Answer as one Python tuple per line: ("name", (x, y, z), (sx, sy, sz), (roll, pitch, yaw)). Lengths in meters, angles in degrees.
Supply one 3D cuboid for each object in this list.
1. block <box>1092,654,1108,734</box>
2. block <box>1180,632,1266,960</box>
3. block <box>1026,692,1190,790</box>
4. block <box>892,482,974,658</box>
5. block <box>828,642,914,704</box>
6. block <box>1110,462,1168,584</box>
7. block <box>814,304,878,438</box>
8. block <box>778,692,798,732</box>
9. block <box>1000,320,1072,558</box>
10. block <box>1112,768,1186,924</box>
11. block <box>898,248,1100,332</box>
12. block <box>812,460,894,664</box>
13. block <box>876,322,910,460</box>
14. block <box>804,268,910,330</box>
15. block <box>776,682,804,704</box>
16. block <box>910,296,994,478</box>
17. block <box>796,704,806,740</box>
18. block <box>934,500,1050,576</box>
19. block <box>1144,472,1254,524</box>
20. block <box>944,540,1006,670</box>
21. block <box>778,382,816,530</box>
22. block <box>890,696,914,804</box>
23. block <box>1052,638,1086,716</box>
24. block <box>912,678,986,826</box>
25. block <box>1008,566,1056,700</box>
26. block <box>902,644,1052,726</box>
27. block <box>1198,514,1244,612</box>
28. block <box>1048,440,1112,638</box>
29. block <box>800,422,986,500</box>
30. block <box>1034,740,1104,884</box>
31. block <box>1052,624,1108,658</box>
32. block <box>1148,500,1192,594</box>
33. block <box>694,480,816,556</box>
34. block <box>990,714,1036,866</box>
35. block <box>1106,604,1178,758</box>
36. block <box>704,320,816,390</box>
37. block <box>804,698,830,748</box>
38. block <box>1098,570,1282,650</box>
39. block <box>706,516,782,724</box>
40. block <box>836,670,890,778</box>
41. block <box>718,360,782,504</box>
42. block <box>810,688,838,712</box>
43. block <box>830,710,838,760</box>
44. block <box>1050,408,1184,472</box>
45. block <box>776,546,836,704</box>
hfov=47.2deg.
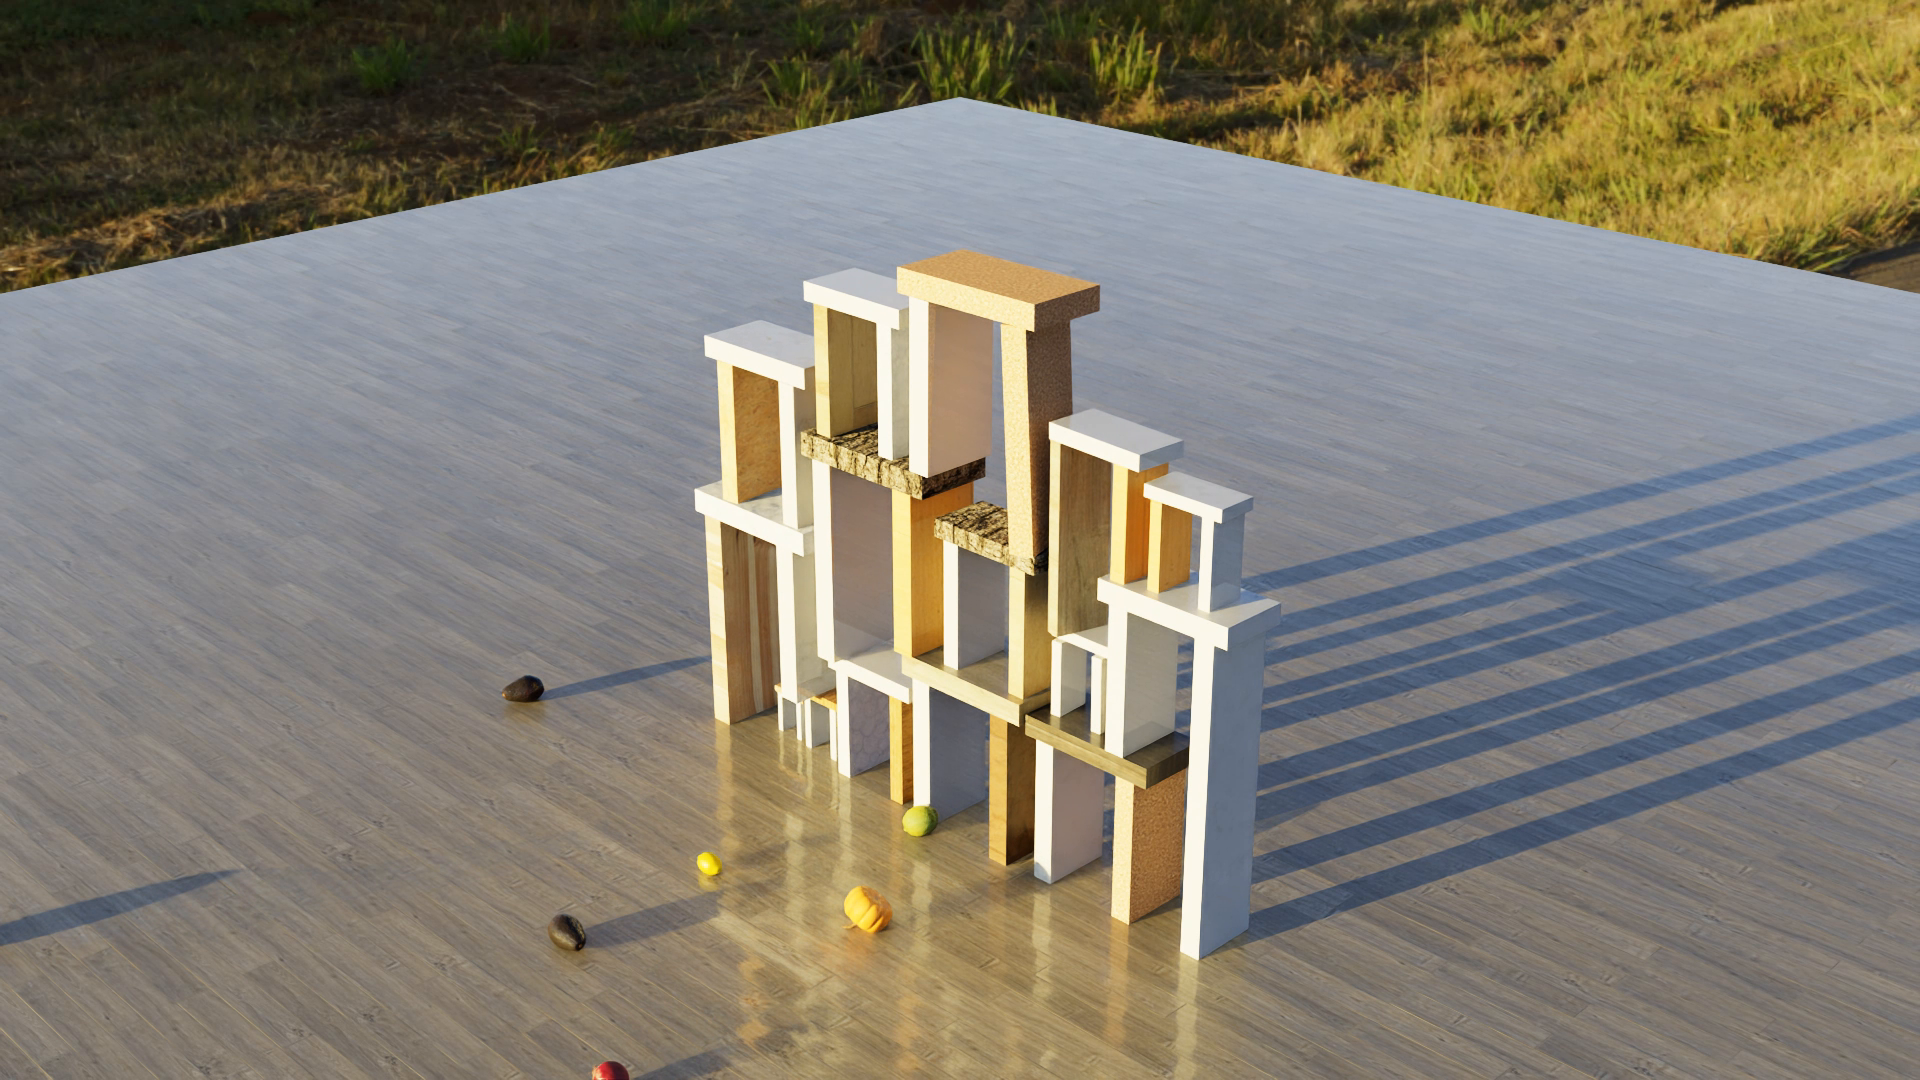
("block", (0.275, 0.274, 4.052), (0.022, 0.152, 0.076), (19, 29, 39))
("block", (0.467, 0.443, 3.909), (0.041, 0.631, 0.146), (21, 31, 41))
("block", (0.281, 0.367, 4.082), (0.297, 0.042, 0.149), (21, 31, 41))
("block", (-0.051, 0.043, 4.295), (0.171, 0.342, 0.048), (-21, 31, -41))
("block", (-0.145, 0.262, 4.489), (0.238, 0.034, 0.119), (21, 31, 40))
("block", (0.315, -0.042, 3.858), (0.031, 0.220, 0.110), (21, 31, 41))
("block", (-0.221, -0.346, 4.310), (0.038, 0.266, 0.133), (21, 31, 40))
("block", (-0.373, 0.366, 4.783), (0.013, 0.091, 0.045), (21, 31, 41))
("block", (0.144, -0.201, 3.988), (0.048, 0.434, 0.171), (10, 25, 28))
("block", (0.351, 0.550, 4.083), (0.042, 0.297, 0.148), (21, 31, 41))
("block", (0.067, -0.453, 3.962), (0.342, 0.048, 0.171), (21, 31, 41))
("block", (-0.214, 0.022, 4.460), (0.048, 0.431, 0.171), (21, 31, 40))
("block", (-0.095, -0.297, 4.195), (0.038, 0.266, 0.133), (21, 31, 40))
("block", (-0.159, -0.462, 4.193), (0.133, 0.038, 0.266), (-21, 31, -40))
("block", (-0.352, 0.326, 4.743), (0.091, 0.013, 0.045), (21, 31, 41))
("block", (-0.016, -0.304, 4.112), (0.048, 0.342, 0.171), (22, 31, 40))
("block", (-0.330, 0.382, 4.743), (0.013, 0.091, 0.045), (21, 31, 41))
("block", (0.090, -0.005, 4.132), (0.130, 0.037, 0.261), (-21, 31, -40))
("block", (0.406, -0.074, 3.749), (0.170, 0.024, 0.085), (21, 31, 41))
("block", (0.028, 0.108, 4.247), (0.130, 0.261, 0.037), (-21, 31, -41))
("block", (-0.290, -0.189, 4.454), (0.152, 0.304, 0.043), (-21, 31, -41))
("block", (-0.087, 0.409, 4.491), (0.034, 0.238, 0.119), (21, 31, 41))
("block", (0.204, 0.247, 4.115), (0.022, 0.152, 0.076), (19, 30, 38))
("block", (-0.021, 0.401, 4.410), (0.045, 0.317, 0.158), (21, 31, 41))
("block", (0.151, 0.156, 4.133), (0.130, 0.261, 0.037), (-21, 31, -40))
("block", (0.054, 0.264, 4.271), (0.317, 0.045, 0.158), (21, 31, 41))
("block", (0.446, 0.031, 3.750), (0.024, 0.170, 0.085), (21, 31, 41))
("block", (0.217, -0.012, 3.991), (0.110, 0.380, 0.031), (-13, 26, -27))
("block", (-0.133, -0.168, 4.293), (0.342, 0.048, 0.171), (21, 31, 40))
("block", (0.211, 0.496, 4.212), (0.042, 0.297, 0.148), (21, 31, 41))
("block", (0.251, 0.178, 4.056), (0.076, 0.022, 0.152), (-21, 31, -40))
("block", (0.366, 0.000, 3.823), (0.024, 0.170, 0.085), (21, 31, 41))
("block", (-0.377, -0.061, 4.605), (0.173, 0.049, 0.347), (-21, 31, -40))
("block", (0.129, 0.459, 4.273), (0.045, 0.317, 0.158), (21, 31, 41))
("block", (0.330, 0.233, 3.969), (0.041, 0.292, 0.146), (21, 31, 41))
("block", (-0.360, -0.377, 4.453), (0.304, 0.043, 0.152), (21, 31, 40))
("block", (-0.303, 0.380, 4.711), (0.060, 0.120, 0.017), (-21, 31, -40))
("block", (0.398, 0.107, 3.841), (0.292, 0.041, 0.146), (21, 31, 41))
("block", (-0.460, 0.151, 4.786), (0.049, 0.483, 0.173), (21, 31, 41))
("block", (-0.200, 0.365, 4.595), (0.034, 0.238, 0.119), (21, 31, 41))
("block", (-0.429, -0.243, 4.581), (0.043, 0.304, 0.152), (19, 29, 37))
("block", (-0.275, 0.329, 4.657), (0.120, 0.017, 0.060), (21, 31, 40))
("block", (-0.247, 0.403, 4.659), (0.060, 0.120, 0.017), (-21, 31, -41))
("block", (0.272, -0.176, 3.851), (0.110, 0.031, 0.220), (-19, 30, -38))
("block", (-0.296, 0.153, 4.606), (0.173, 0.346, 0.049), (-21, 31, -40))
